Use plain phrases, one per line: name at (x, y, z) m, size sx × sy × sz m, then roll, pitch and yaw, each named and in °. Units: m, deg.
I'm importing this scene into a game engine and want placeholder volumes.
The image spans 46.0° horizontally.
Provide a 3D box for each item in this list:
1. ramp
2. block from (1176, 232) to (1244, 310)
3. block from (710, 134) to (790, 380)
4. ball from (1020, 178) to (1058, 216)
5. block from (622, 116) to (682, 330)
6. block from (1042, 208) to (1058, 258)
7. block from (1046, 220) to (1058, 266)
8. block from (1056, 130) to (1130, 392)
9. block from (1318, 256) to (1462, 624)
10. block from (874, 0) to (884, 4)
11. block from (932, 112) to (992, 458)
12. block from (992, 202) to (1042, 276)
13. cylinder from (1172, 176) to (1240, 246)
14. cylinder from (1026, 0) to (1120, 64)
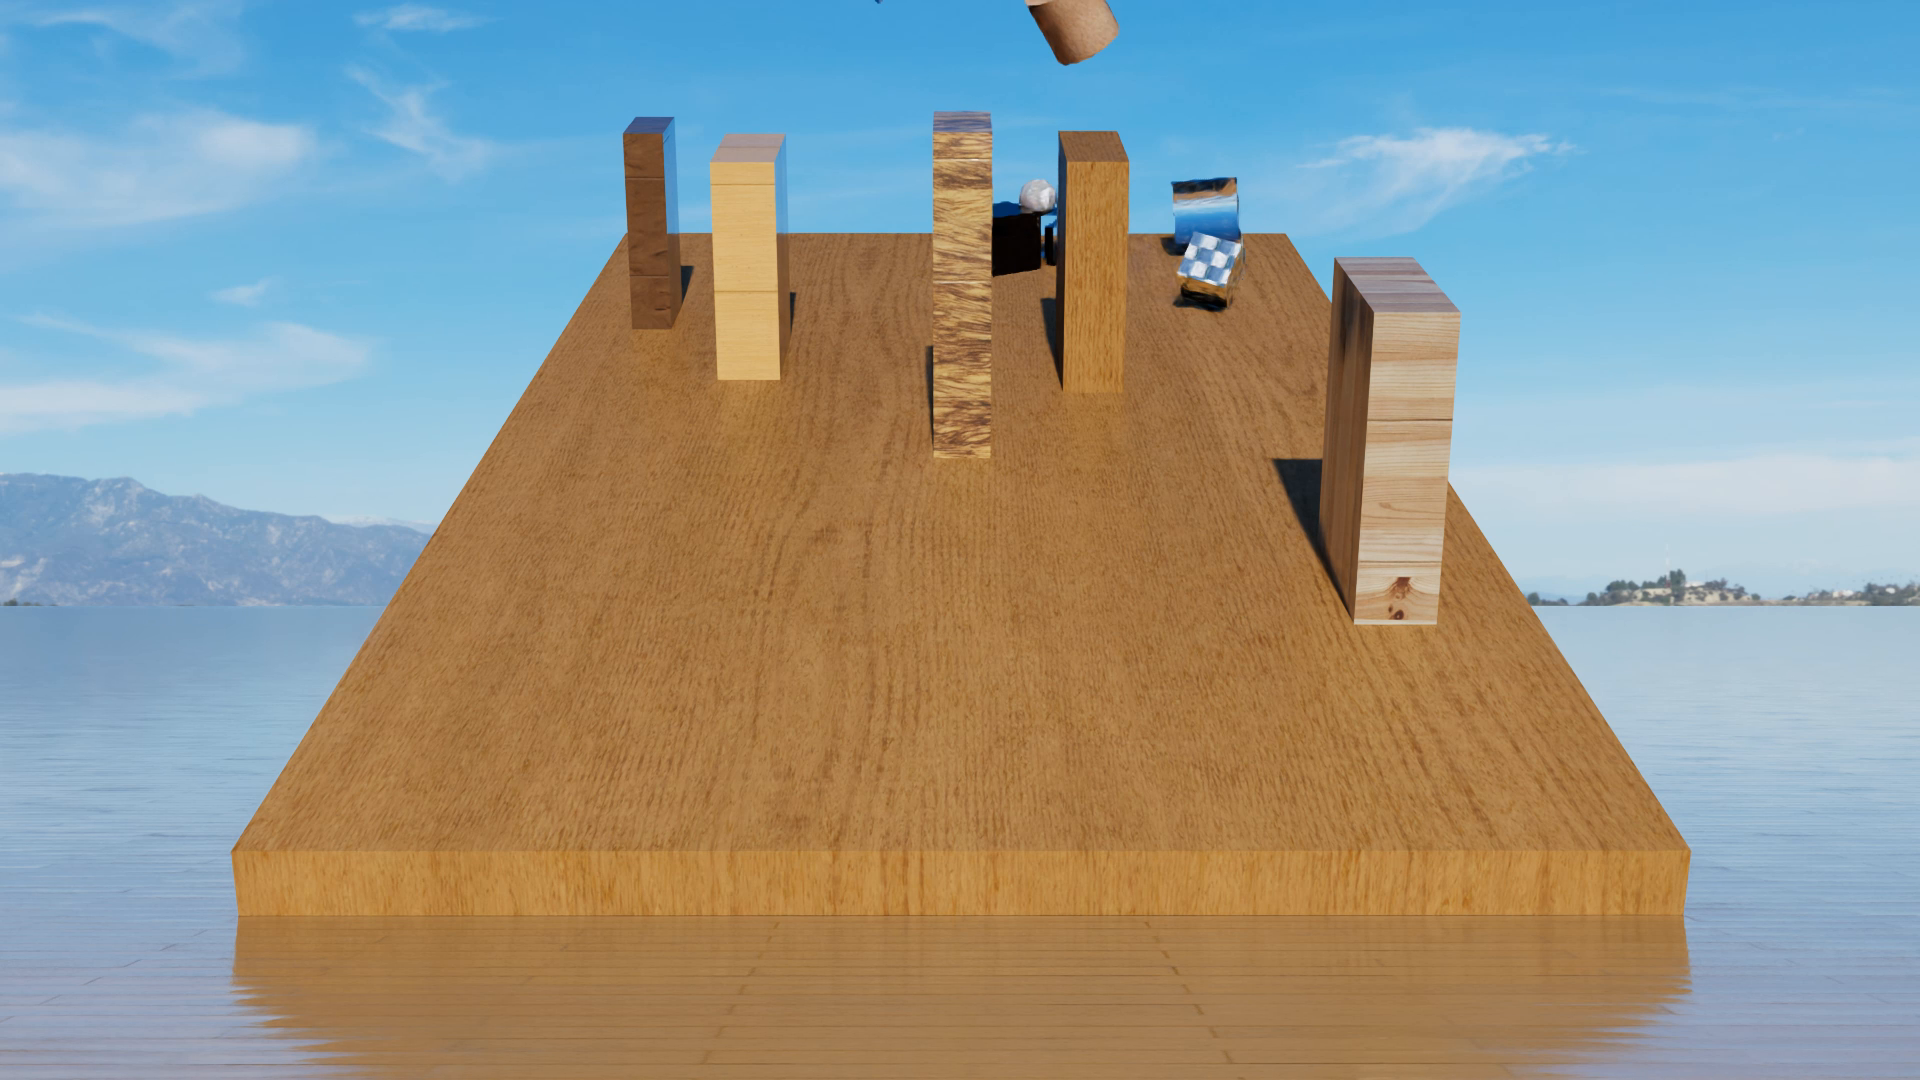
ramp at (-0.005, -0.205, 4.998) m, size 2.000 × 0.100 × 4.000 m, roll 0°, pitch 20°, yaw 0°
block at (0.657, -0.707, 5.937) m, size 0.130 × 0.130 × 0.130 m, roll 18°, pitch -16°, yaw 16°
block at (-0.497, -0.684, 5.419) m, size 0.147 × 0.513 × 0.386 m, roll 0°, pitch 20°, yaw 0°
ball at (0.224, -0.979, 6.480) m, size 0.108 × 0.108 × 0.108 m, roll 0°, pitch -2°, yaw 0°
block at (-0.785, -0.813, 5.798) m, size 0.099 × 0.498 × 0.251 m, roll 0°, pitch 20°, yaw 0°
block at (0.243, -0.897, 6.591) m, size 0.122 × 0.122 × 0.122 m, roll 3°, pitch 20°, yaw 7°
block at (0.312, -0.846, 6.455) m, size 0.110 × 0.110 × 0.110 m, roll 4°, pitch 18°, yaw 18°
block at (0.307, -0.660, 5.326) m, size 0.140 × 0.535 × 0.409 m, roll 0°, pitch 20°, yaw 0°
block at (0.746, -0.183, 3.983) m, size 0.142 × 0.549 × 0.410 m, roll 0°, pitch 20°, yaw 0°
block at (-0.228, -1.675, 6.449) m, size 0.168 × 0.168 × 0.168 m, roll -29°, pitch -42°, yaw 25°
block at (0.004, -0.538, 4.767) m, size 0.119 × 0.683 × 0.264 m, roll 0°, pitch 20°, yaw 0°
block at (0.115, -0.852, 6.401) m, size 0.166 × 0.166 × 0.166 m, roll -13°, pitch 24°, yaw -32°
cylinder at (0.709, -0.947, 6.525) m, size 0.184 × 0.184 × 0.184 m, roll -4°, pitch -2°, yaw 6°
cylinder at (0.333, -1.550, 6.680) m, size 0.208 × 0.208 × 0.208 m, roll -25°, pitch 31°, yaw 16°
